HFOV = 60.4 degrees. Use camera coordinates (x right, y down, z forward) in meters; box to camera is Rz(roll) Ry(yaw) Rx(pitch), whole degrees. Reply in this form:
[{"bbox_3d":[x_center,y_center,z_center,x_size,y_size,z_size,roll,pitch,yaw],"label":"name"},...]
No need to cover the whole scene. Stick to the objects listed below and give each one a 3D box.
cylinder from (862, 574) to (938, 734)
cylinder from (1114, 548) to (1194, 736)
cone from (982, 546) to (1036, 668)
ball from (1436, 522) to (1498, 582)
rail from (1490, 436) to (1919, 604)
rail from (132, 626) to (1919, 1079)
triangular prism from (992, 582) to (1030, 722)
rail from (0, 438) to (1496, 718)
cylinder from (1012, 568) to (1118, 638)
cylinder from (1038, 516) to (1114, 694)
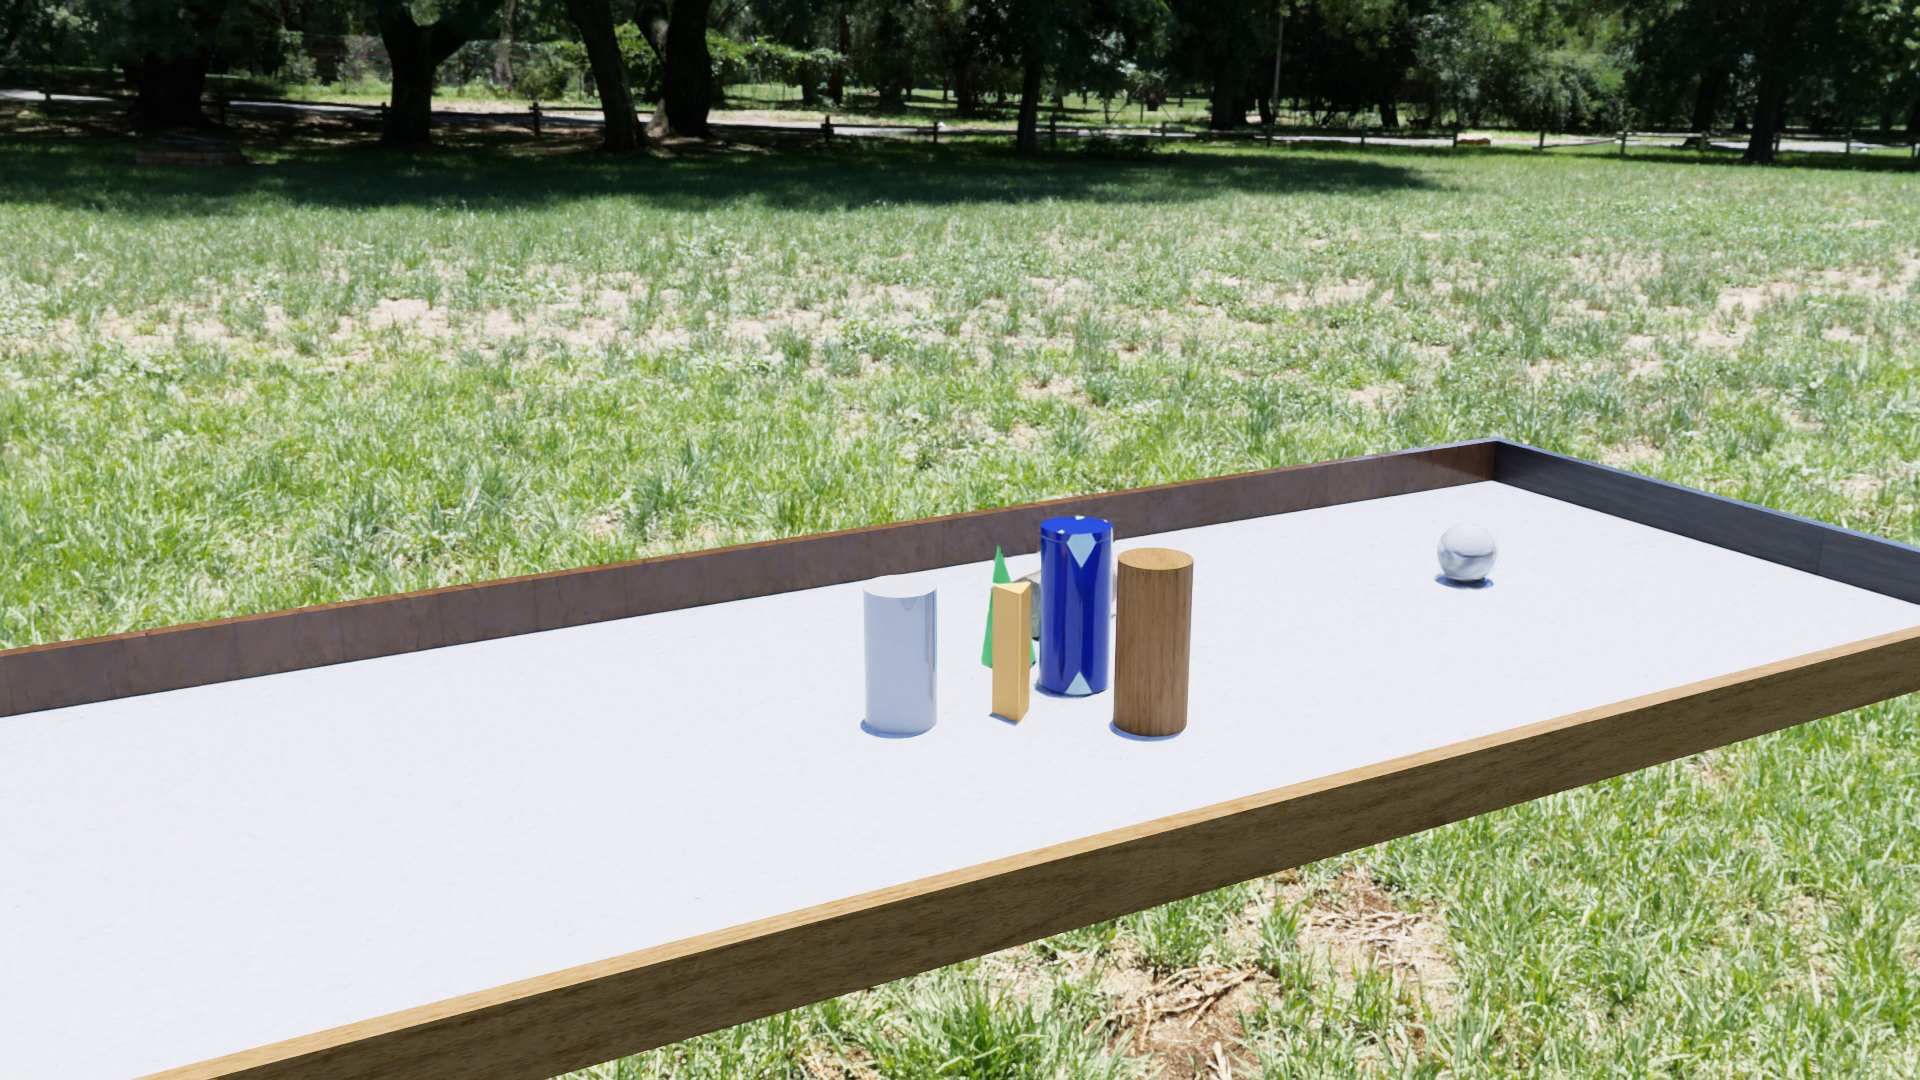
[{"bbox_3d":[-0.139,0.267,3.854,0.172,0.335,0.172,0,16,0],"label":"cylinder"},{"bbox_3d":[0.448,0.236,3.834,0.174,0.405,0.174,0,16,0],"label":"cylinder"},{"bbox_3d":[0.112,0.157,4.235,0.144,0.318,0.144,-5,18,2],"label":"cone"},{"bbox_3d":[1.511,0.036,4.919,0.176,0.176,0.176,0,16,0],"label":"ball"},{"bbox_3d":[2.466,-0.048,5.253,0.050,0.150,2.100,-9,18,-27],"label":"rail"},{"bbox_3d":[-2.336,1.006,1.665,12.000,0.150,0.050,-9,18,-27],"label":"rail"},{"bbox_3d":[0.137,0.260,3.903,0.078,0.319,0.091,-15,22,-41],"label":"triangular prism"},{"bbox_3d":[-3.305,0.497,3.399,12.000,0.150,0.050,-9,18,-27],"label":"rail"},{"bbox_3d":[0.281,0.150,4.553,0.165,0.165,0.309,13,21,38],"label":"cylinder"},{"bbox_3d":[0.285,0.160,4.078,0.177,0.407,0.177,0,15,0],"label":"cylinder"}]
